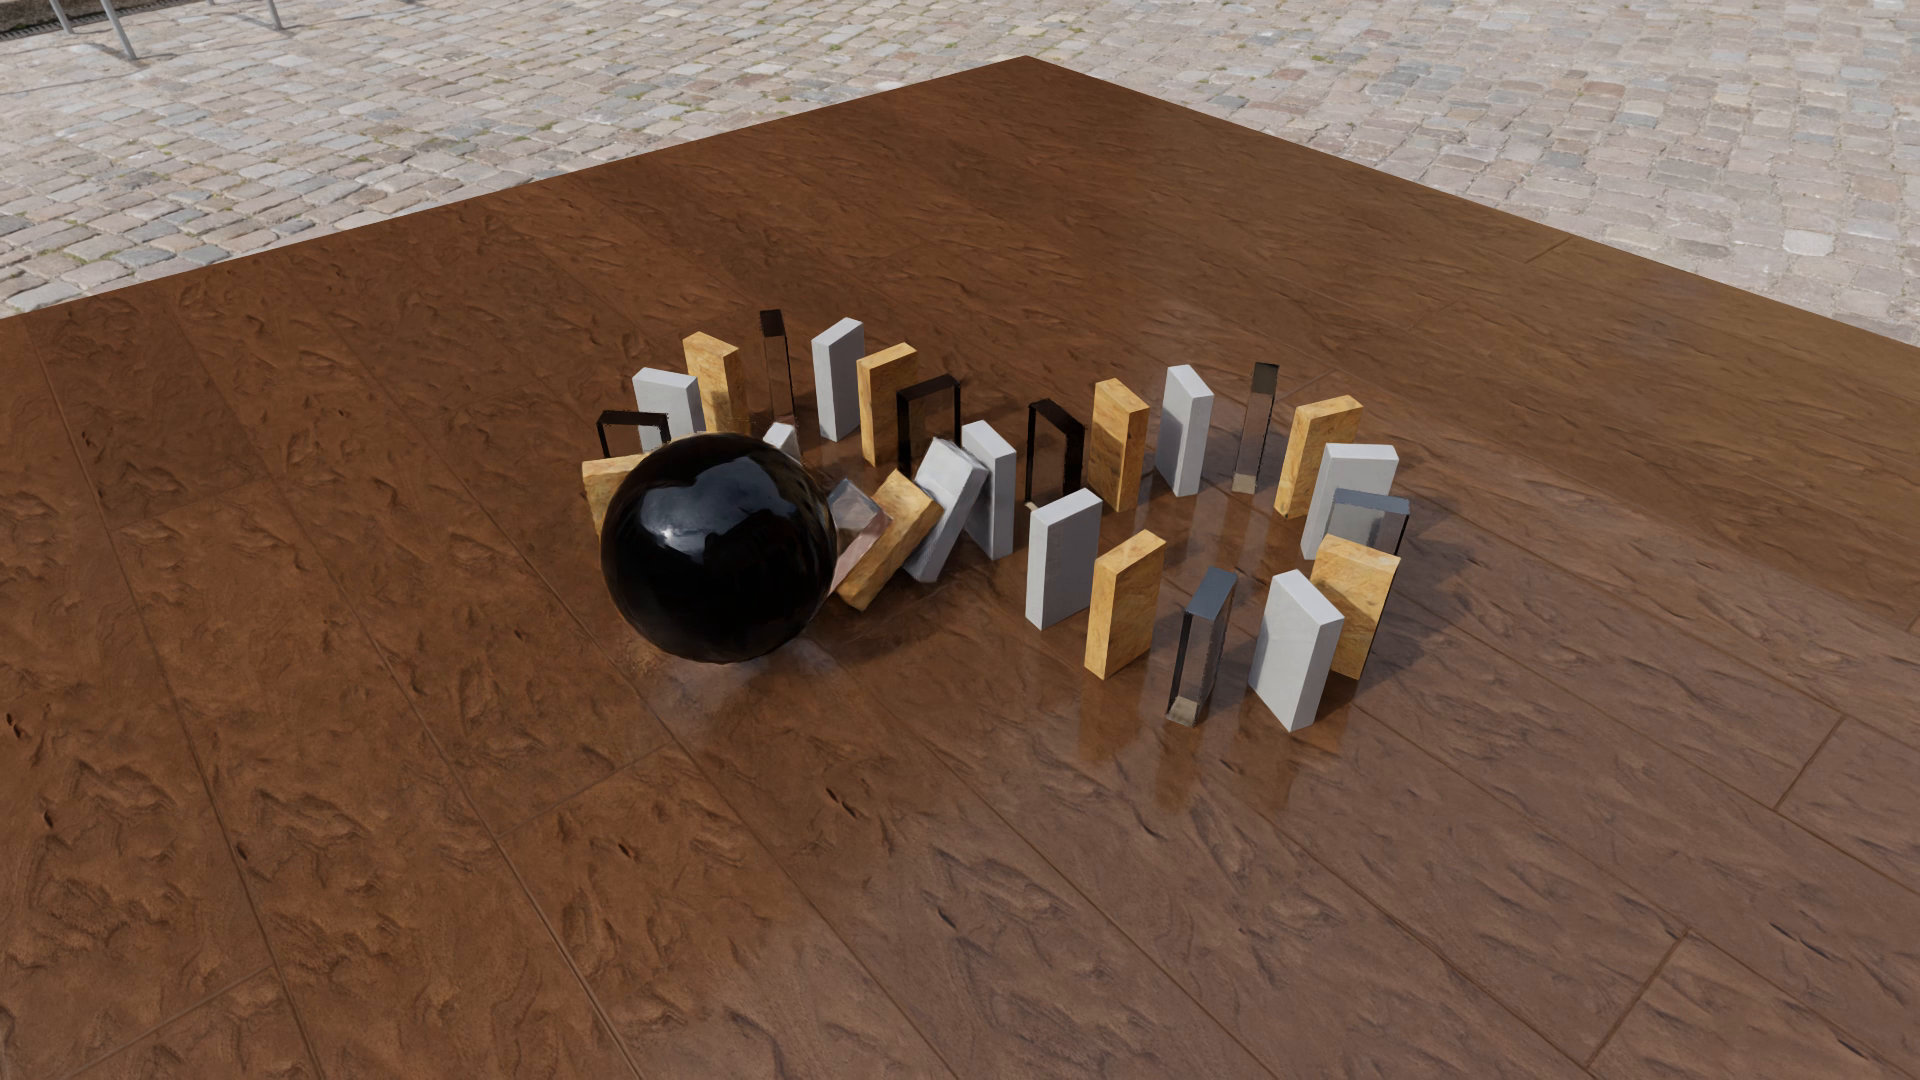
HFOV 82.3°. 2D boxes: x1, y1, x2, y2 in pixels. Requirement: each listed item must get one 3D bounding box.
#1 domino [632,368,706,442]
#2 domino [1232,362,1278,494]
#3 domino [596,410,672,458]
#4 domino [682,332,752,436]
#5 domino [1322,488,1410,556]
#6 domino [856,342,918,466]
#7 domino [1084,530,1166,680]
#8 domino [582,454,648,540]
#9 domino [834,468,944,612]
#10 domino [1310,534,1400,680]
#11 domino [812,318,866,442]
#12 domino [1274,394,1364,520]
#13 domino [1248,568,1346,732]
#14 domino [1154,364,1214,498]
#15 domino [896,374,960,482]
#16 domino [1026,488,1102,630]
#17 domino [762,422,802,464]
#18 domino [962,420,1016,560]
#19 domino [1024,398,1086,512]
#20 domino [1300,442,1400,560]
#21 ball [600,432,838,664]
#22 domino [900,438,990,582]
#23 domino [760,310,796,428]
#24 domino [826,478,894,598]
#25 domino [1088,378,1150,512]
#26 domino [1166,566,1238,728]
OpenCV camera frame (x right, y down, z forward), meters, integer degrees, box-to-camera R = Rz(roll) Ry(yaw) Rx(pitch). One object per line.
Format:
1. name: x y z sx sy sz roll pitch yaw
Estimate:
1. domino: -0.122 -0.048 0.470 0.025 0.050 0.009 12 41 14
2. domino: 0.126 -0.047 0.469 0.010 0.050 0.025 10 40 12
3. domino: -0.129 -0.028 0.446 0.025 0.050 0.009 3 39 4
4. domino: -0.108 -0.065 0.491 0.025 0.050 0.010 25 46 28
5. domino: 0.146 0.006 0.405 0.025 0.050 0.009 11 40 13
6. domino: -0.031 -0.059 0.484 0.025 0.050 0.010 -27 46 -29
7. domino: 0.057 0.023 0.383 0.025 0.050 0.009 -29 47 -31
8. domino: -0.127 -0.009 0.422 0.025 0.050 0.010 -9 40 -10
9. domino: -0.031 0.000 0.421 0.050 0.009 0.025 -51 51 2
10. domino: 0.133 0.024 0.382 0.025 0.050 0.009 21 44 24
11. domino: -0.054 -0.073 0.500 0.009 0.050 0.025 22 44 25
12. domino: 0.147 -0.034 0.452 0.025 0.050 0.010 -14 41 -17
13. domino: 0.111 0.037 0.366 0.010 0.050 0.025 -15 42 -17
14. domino: 0.095 -0.046 0.468 0.010 0.050 0.025 -10 40 -11
15. domino: -0.013 -0.043 0.464 0.025 0.050 0.009 -23 45 -25
16. domino: 0.038 0.007 0.402 0.025 0.050 0.010 -24 45 -27
17. domino: -0.081 -0.023 0.454 0.009 0.025 0.050 12 48 15
18. domino: 0.011 -0.019 0.435 0.010 0.050 0.025 -20 43 -22
19. domino: 0.038 -0.030 0.447 0.009 0.050 0.025 -20 44 -23
20. domino: 0.151 -0.014 0.429 0.025 0.050 0.009 2 39 2
21. ball: -0.082 0.003 0.380 0.080 0.080 0.080 0 39 0
22. domino: -0.010 -0.011 0.426 0.010 0.050 0.025 7 25 -46
23. domino: -0.084 -0.077 0.506 0.009 0.050 0.025 -8 40 -10
24. domino: -0.051 0.003 0.418 0.050 0.010 0.025 -49 52 0
25. domino: 0.066 -0.039 0.459 0.009 0.050 0.025 -18 42 -20
26. domino: 0.081 0.036 0.367 0.010 0.050 0.025 19 43 22
